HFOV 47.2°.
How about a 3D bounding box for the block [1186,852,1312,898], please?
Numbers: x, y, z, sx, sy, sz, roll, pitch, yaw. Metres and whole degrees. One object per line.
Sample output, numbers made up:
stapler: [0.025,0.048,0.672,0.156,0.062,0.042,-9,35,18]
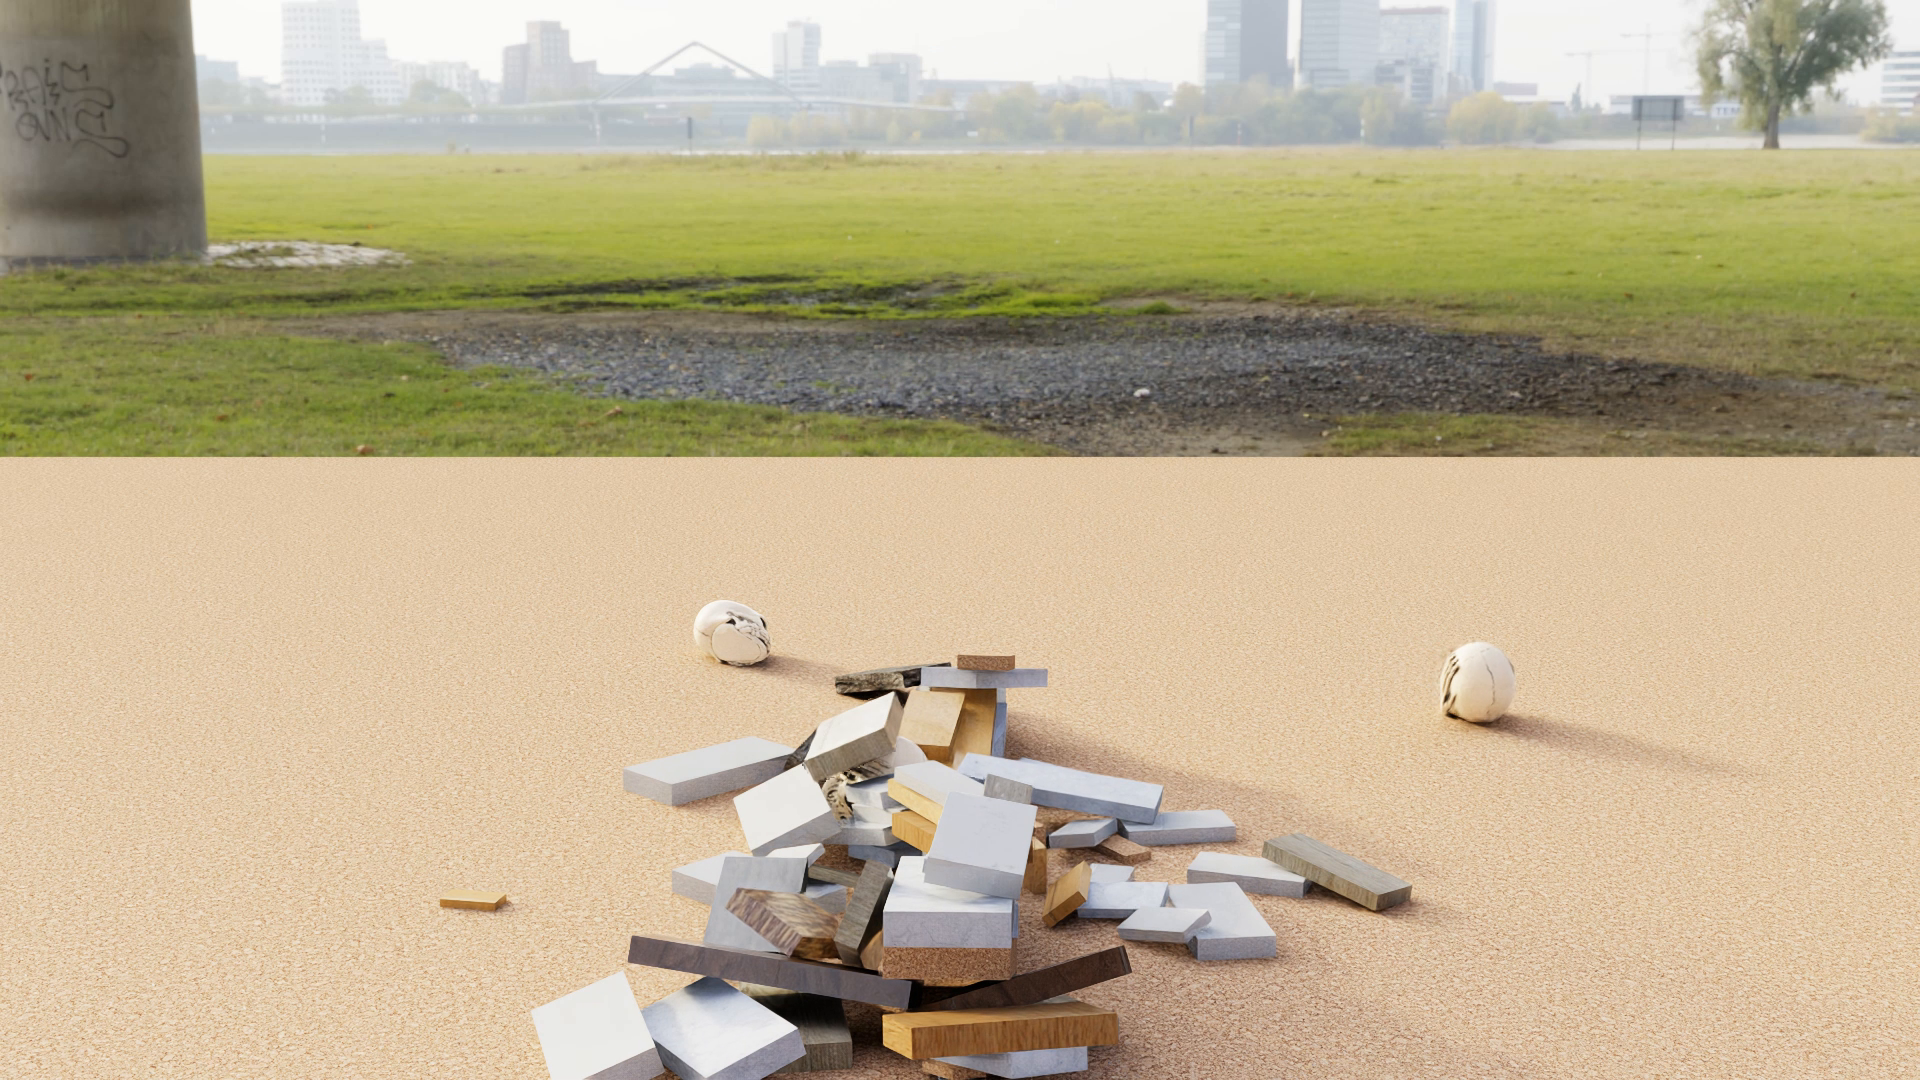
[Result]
block: [0.492,0.566,3.722,0.197,0.028,0.099,4,11,20]

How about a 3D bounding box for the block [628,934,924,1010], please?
block: [-0.257,0.607,3.098,0.399,0.038,0.134,8,-8,8]

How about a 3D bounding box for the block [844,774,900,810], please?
block: [-0.121,0.436,3.832,0.102,0.029,0.203,-12,2,-20]

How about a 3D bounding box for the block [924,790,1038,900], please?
block: [0.033,0.432,3.137,0.134,0.038,0.267,10,14,4]

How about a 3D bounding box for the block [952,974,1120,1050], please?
block: [0.105,0.675,3.125,0.114,0.032,0.228,-9,14,-40]

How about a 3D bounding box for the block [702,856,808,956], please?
block: [-0.319,0.583,3.441,0.134,0.038,0.267,0,23,2]

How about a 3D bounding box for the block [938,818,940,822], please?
block: [0.014,0.490,3.375,0.080,0.023,0.159,3,32,-11]

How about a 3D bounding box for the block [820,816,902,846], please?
block: [-0.148,0.501,3.819,0.105,0.030,0.211,-13,2,-36]

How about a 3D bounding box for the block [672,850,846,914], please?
block: [-0.333,0.577,3.630,0.276,0.039,0.138,10,14,42]

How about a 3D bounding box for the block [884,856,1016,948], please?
block: [-0.009,0.509,3.110,0.171,0.049,0.343,0,4,3]

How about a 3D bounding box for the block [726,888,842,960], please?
block: [-0.242,0.570,3.261,0.124,0.035,0.247,33,1,22]

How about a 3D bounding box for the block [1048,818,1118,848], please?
block: [0.219,0.519,3.893,0.081,0.023,0.163,-6,0,18]

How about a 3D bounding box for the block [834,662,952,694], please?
block: [-0.150,0.308,4.911,0.134,0.038,0.267,-8,-1,-37]

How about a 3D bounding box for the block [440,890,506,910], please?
block: [-0.801,0.592,3.619,0.096,0.014,0.048,2,11,12]

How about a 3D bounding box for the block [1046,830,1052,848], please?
block: [0.090,0.526,3.950,0.081,0.023,0.163,-7,13,-33]

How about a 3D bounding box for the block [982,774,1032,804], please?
block: [0.069,0.428,3.453,0.075,0.021,0.150,16,30,-2]

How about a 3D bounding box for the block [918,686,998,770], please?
block: [-0.005,0.390,4.258,0.134,0.038,0.393,1,23,3]

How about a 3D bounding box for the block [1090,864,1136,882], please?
block: [0.241,0.578,3.677,0.075,0.021,0.150,3,11,15]

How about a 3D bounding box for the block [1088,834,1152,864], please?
block: [0.280,0.544,3.873,0.057,0.016,0.113,-6,12,-31]

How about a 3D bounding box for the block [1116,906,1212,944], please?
block: [0.318,0.600,3.435,0.138,0.020,0.069,-7,18,46]

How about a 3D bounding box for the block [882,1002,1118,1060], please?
block: [0.051,0.639,2.872,0.277,0.039,0.139,0,-5,-17]

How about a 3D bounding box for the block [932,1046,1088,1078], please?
block: [0.060,0.678,2.917,0.114,0.032,0.228,1,-5,-29]

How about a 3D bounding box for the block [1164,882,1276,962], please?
block: [0.409,0.604,3.496,0.124,0.035,0.247,-1,11,-8]

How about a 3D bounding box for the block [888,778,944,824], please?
block: [-0.029,0.430,3.644,0.102,0.029,0.203,-4,11,-27]

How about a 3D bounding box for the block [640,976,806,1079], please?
block: [-0.334,0.671,2.977,0.139,0.039,0.277,-24,17,-26]

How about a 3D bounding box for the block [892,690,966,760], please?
block: [-0.059,0.357,4.249,0.109,0.031,0.219,3,23,8]

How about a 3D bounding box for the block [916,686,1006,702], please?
block: [-0.001,0.334,4.702,0.160,0.045,0.320,0,-4,-6]

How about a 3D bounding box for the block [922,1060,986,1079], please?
block: [-0.008,0.704,2.929,0.048,0.014,0.095,0,-5,-26]

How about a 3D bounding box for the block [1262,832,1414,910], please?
block: [0.629,0.553,3.679,0.099,0.028,0.237,-5,19,-44]

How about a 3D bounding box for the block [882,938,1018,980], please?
block: [-0.009,0.594,3.133,0.171,0.049,0.343,0,-9,3]

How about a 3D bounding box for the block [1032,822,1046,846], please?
block: [0.094,0.518,3.836,0.023,0.081,0.163,-6,12,-31]

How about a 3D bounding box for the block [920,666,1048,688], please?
block: [0.052,0.280,4.494,0.134,0.038,0.267,0,-2,34]

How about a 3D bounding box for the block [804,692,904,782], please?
block: [-0.189,0.356,4.008,0.153,0.043,0.306,-23,7,5]

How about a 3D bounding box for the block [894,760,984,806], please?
block: [-0.002,0.413,3.584,0.080,0.023,0.264,-6,15,-34]

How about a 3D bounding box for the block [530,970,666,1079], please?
block: [-0.493,0.677,2.976,0.138,0.039,0.276,-22,16,-13]

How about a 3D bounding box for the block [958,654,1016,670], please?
block: [0.054,0.244,4.409,0.102,0.029,0.203,1,-2,5]

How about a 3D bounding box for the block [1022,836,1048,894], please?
block: [0.109,0.538,3.732,0.023,0.080,0.159,-3,11,-19]

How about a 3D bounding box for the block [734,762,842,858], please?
block: [-0.312,0.490,3.926,0.153,0.043,0.306,-26,14,-6]

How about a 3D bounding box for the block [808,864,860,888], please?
block: [-0.202,0.557,3.637,0.138,0.020,0.069,18,-7,-25]

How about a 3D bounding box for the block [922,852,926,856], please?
block: [0.001,0.534,3.661,0.126,0.036,0.251,0,-8,-1]

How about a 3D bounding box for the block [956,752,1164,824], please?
block: [0.180,0.454,4.026,0.371,0.031,0.109,8,18,12]

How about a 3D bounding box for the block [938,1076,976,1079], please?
block: [0.001,0.727,2.894,0.048,0.014,0.095,-1,11,-8]

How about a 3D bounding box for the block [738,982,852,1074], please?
block: [-0.236,0.675,3.103,0.138,0.039,0.276,-2,11,-9]

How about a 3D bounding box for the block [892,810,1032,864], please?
block: [0.001,0.480,3.548,0.126,0.036,0.251,-4,9,-27]

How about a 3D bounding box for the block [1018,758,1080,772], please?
block: [0.200,0.466,4.174,0.219,0.031,0.109,12,14,19]

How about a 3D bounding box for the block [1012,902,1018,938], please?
block: [-0.002,0.573,3.354,0.171,0.049,0.343,0,-7,0]

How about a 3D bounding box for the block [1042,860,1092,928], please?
block: [0.175,0.575,3.576,0.075,0.021,0.150,-38,4,12]

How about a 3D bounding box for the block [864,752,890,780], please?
block: [-0.166,0.410,4.361,0.029,0.102,0.203,1,11,4]

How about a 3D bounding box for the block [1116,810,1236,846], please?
block: [0.389,0.520,3.971,0.197,0.028,0.099,-2,11,-9]

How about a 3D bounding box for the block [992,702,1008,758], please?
block: [0.006,0.411,4.316,0.160,0.045,0.320,1,23,4]

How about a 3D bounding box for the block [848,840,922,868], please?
block: [-0.089,0.531,3.905,0.105,0.030,0.211,8,13,38]

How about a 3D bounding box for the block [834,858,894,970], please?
block: [-0.131,0.554,3.175,0.035,0.124,0.264,19,-20,10]

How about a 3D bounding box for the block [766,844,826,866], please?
block: [-0.280,0.526,3.621,0.113,0.016,0.057,-14,16,40]

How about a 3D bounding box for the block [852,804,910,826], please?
block: [-0.098,0.462,3.787,0.102,0.029,0.203,-12,2,-26]

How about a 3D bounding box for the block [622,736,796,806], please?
block: [-0.482,0.450,4.304,0.153,0.043,0.323,10,15,44]

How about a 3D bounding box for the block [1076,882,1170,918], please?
block: [0.264,0.582,3.556,0.138,0.020,0.069,-3,29,20]

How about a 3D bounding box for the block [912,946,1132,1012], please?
block: [0.085,0.623,3.041,0.277,0.039,0.139,-13,-11,-19]

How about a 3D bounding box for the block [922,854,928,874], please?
block: [0.004,0.451,3.169,0.079,0.022,0.157,12,15,11]

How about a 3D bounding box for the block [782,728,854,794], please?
block: [-0.270,0.433,4.321,0.102,0.029,0.203,27,15,6]
